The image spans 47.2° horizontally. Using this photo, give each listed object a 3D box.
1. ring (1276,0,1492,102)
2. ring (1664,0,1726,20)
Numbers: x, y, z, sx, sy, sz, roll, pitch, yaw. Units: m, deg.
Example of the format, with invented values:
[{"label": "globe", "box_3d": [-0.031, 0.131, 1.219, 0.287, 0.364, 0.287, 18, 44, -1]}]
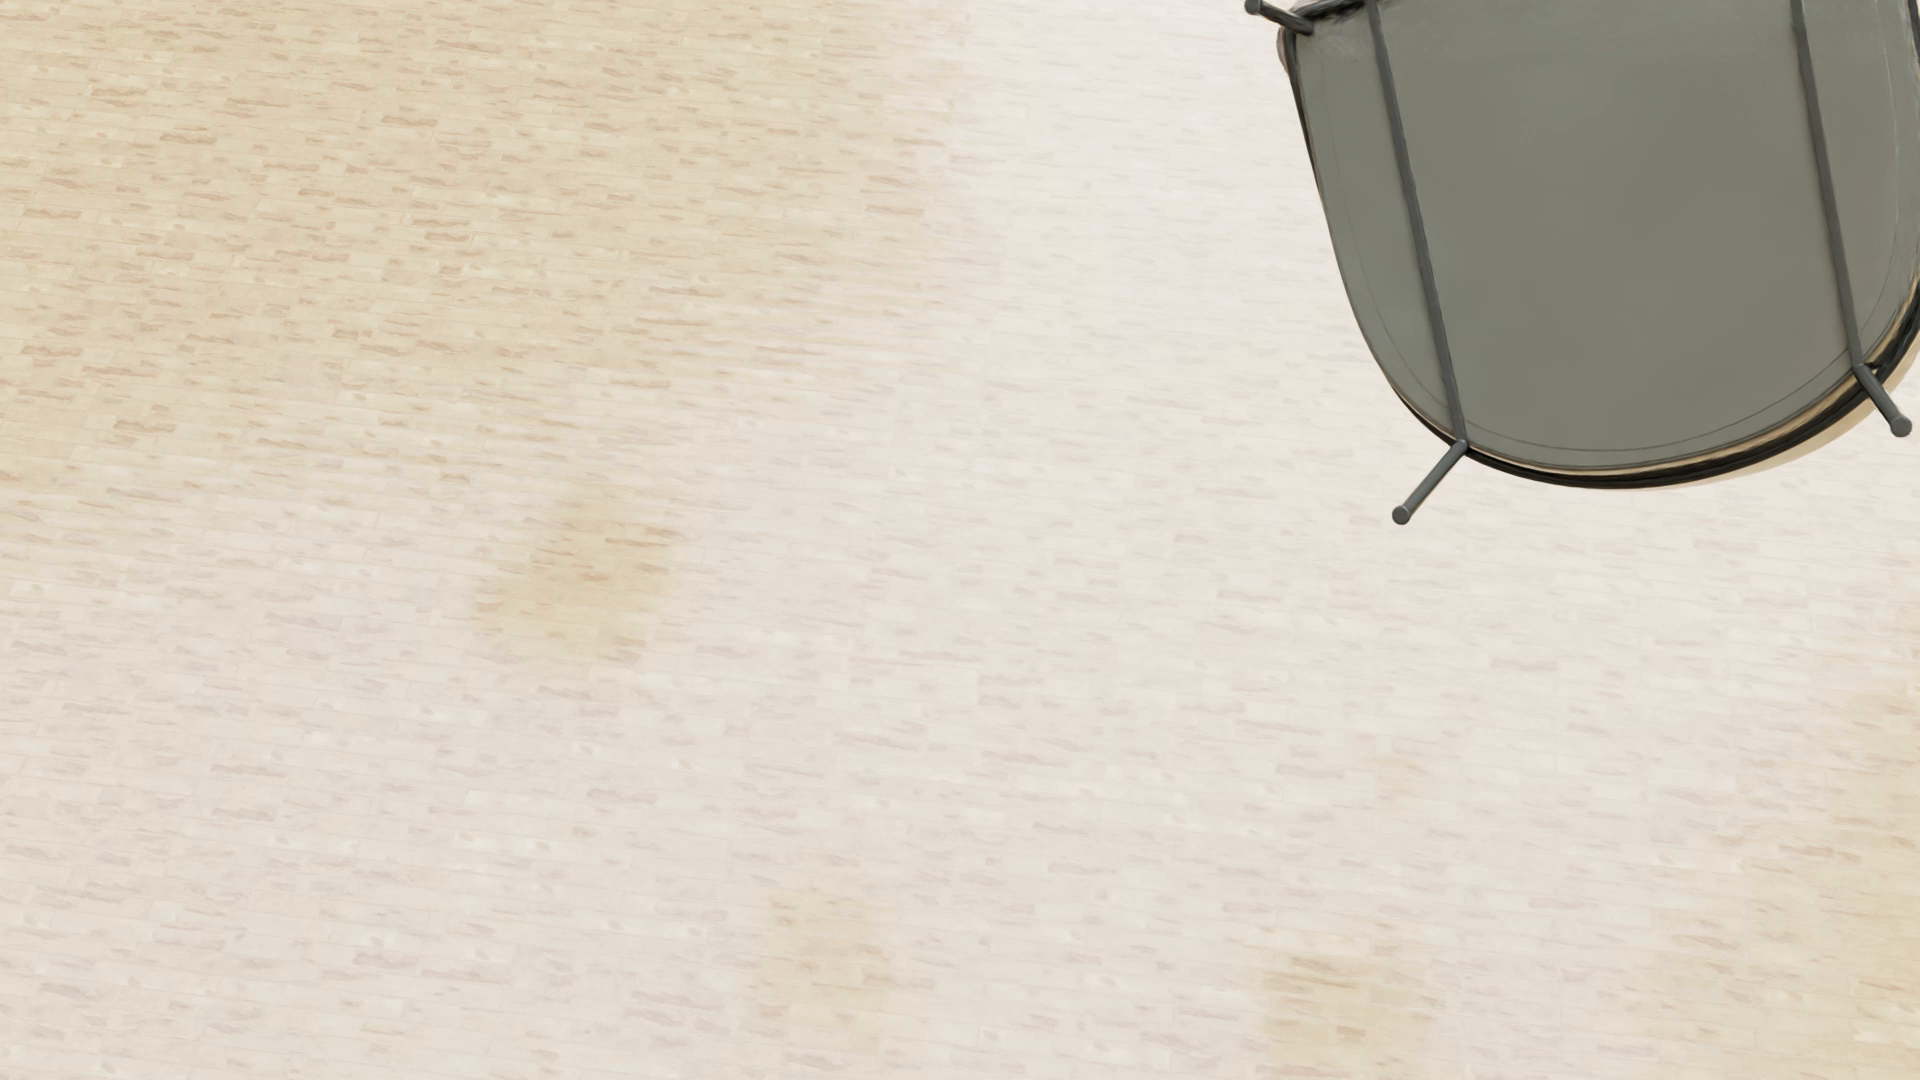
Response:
[{"label": "ring", "box_3d": [0.688, -0.825, 3.586, 0.352, 0.060, 0.218, -2, 97, 22]}, {"label": "ring", "box_3d": [1.682, -1.330, 5.082, 0.092, 0.272, 0.264, -22, 88, -5]}]
